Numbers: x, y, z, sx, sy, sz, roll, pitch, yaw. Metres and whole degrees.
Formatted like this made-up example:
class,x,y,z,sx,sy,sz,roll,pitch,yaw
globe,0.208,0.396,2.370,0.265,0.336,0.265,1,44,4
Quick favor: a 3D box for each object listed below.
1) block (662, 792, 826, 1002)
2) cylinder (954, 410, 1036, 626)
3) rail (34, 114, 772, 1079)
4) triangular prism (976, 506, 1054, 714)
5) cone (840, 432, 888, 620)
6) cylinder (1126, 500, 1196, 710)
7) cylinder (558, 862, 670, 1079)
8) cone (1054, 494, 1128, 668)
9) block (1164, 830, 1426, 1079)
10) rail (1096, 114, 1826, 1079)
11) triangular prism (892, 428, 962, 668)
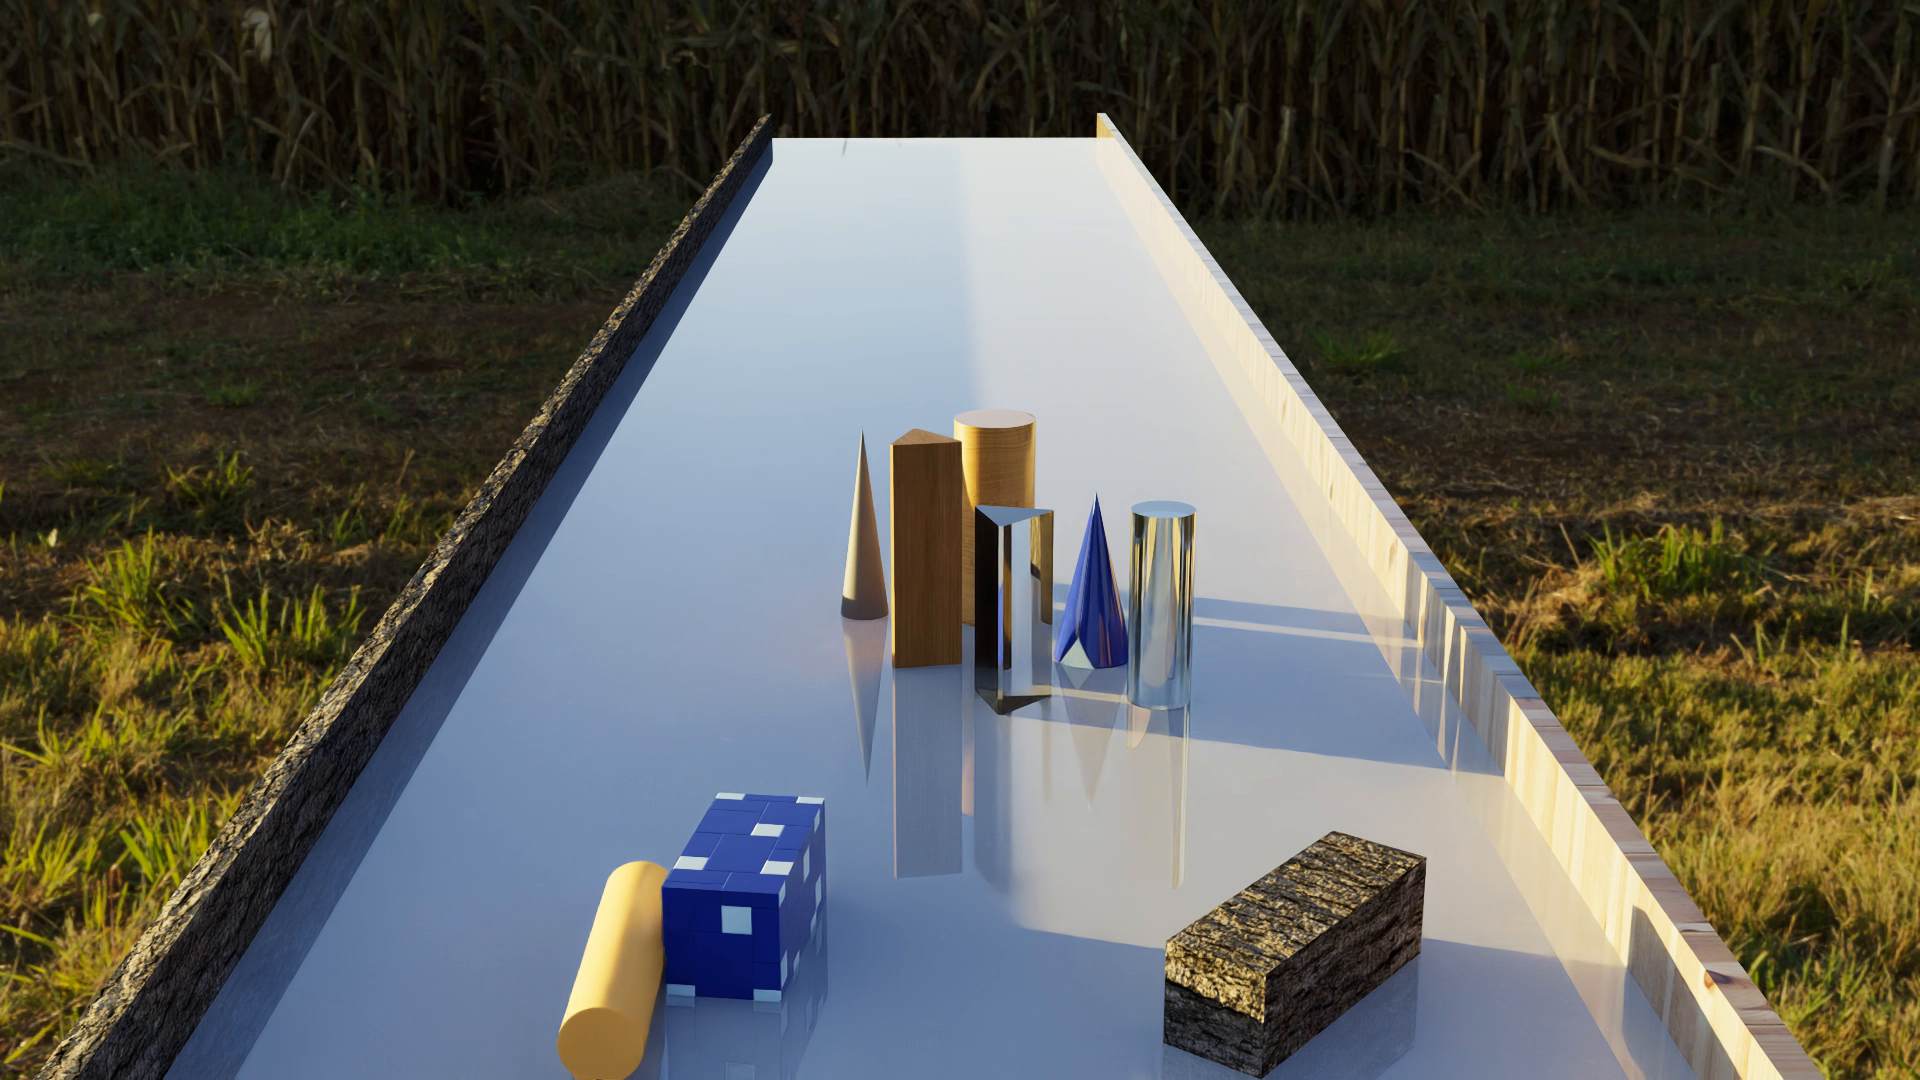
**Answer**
class,x,y,z,sx,sy,sz,roll,pitch,yaw
block,-0.309,0.514,3.208,0.165,0.165,0.333,2,17,7
cylinder,0.073,-0.045,4.622,0.170,0.432,0.170,0,17,0
rail,-1.118,-0.838,7.780,0.050,0.150,12.000,0,17,-1
triangular prism,0.078,0.124,4.163,0.128,0.369,0.148,15,22,41
cone,-0.204,-0.041,4.647,0.104,0.409,0.104,0,17,0
cylinder,0.380,0.123,4.153,0.122,0.376,0.122,0,17,0
cylinder,-0.468,0.590,3.048,0.111,0.111,0.441,0,17,-1
cone,0.269,0.067,4.396,0.163,0.345,0.163,0,17,0
block,0.472,0.566,3.057,0.152,0.152,0.451,13,21,36
rail,0.932,-0.844,7.801,0.050,0.150,12.000,0,17,-1
triangular prism,-0.077,0.015,4.376,0.140,0.457,0.121,-3,17,-11
